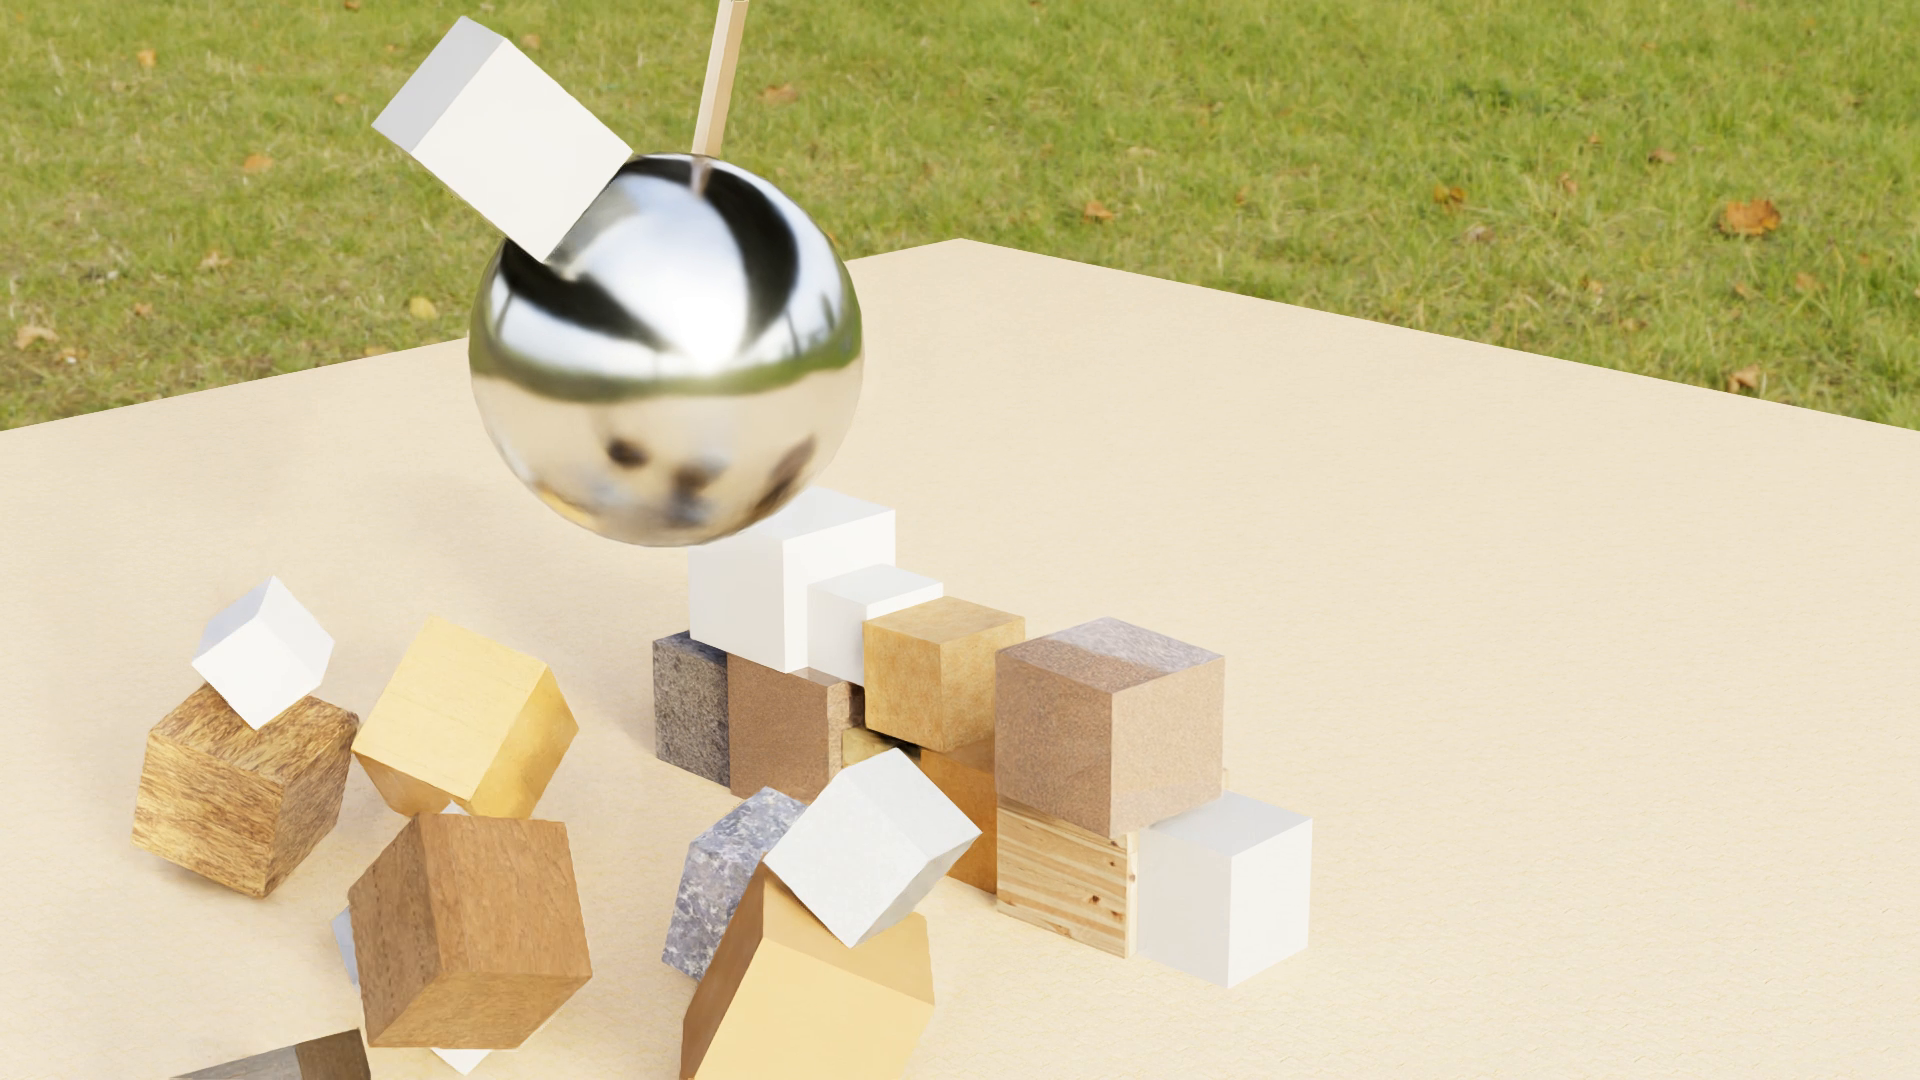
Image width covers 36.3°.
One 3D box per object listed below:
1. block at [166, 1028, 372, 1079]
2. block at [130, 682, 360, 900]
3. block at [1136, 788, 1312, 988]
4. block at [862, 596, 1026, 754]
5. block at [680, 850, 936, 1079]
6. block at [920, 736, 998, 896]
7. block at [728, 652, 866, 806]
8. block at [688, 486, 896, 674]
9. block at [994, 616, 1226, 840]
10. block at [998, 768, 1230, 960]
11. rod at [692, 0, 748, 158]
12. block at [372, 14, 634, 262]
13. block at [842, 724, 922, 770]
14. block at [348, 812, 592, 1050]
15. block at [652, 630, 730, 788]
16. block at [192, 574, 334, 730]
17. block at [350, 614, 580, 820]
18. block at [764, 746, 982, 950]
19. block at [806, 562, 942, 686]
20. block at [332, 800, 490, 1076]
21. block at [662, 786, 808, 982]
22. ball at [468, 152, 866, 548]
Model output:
[{"bbox_3d":[-2.355,2.022,9.972,0.583,0.540,0.570,-16,-6,9],"label":"block"},{"bbox_3d":[-3.258,1.091,13.378,0.673,0.629,0.715,21,27,8],"label":"block"},{"bbox_3d":[1.135,1.489,12.601,0.500,0.604,0.562,16,23,40],"label":"block"},{"bbox_3d":[-0.069,0.616,13.603,0.543,0.520,0.518,-16,22,-42],"label":"block"},{"bbox_3d":[-0.584,1.777,11.041,0.683,0.770,0.778,23,15,-10],"label":"block"},{"bbox_3d":[0.233,1.222,13.491,0.572,0.578,0.606,17,24,42],"label":"block"},{"bbox_3d":[-0.614,0.889,14.268,0.726,0.749,0.718,-17,24,-42],"label":"block"},{"bbox_3d":[-0.816,0.166,14.224,0.714,0.657,0.707,-16,24,-42],"label":"block"},{"bbox_3d":[0.637,0.789,12.544,0.675,0.646,0.705,-15,23,-40],"label":"block"},{"bbox_3d":[0.677,1.334,12.994,0.730,0.663,0.718,15,23,39],"label":"block"},{"bbox_3d":[-0.512,-4.082,11.522,0.080,5.200,0.080,17,8,42],"label":"rod"},{"bbox_3d":[-1.753,-1.537,11.217,0.670,0.554,0.556,40,-3,-32],"label":"block"},{"bbox_3d":[-0.168,1.139,13.876,0.559,0.506,0.531,-17,24,-42],"label":"block"},{"bbox_3d":[-1.764,1.409,10.507,0.580,0.622,0.613,8,53,-35],"label":"block"},{"bbox_3d":[-1.108,0.806,14.732,0.597,0.628,0.619,-17,24,-42],"label":"block"},{"bbox_3d":[-3.088,0.498,13.014,0.380,0.416,0.433,-34,21,11],"label":"block"},{"bbox_3d":[-2.260,0.911,13.469,0.618,0.773,0.721,22,68,14],"label":"block"},{"bbox_3d":[-0.323,1.147,10.980,0.465,0.478,0.545,44,18,12],"label":"block"},{"bbox_3d":[-0.402,0.400,13.895,0.485,0.408,0.421,-16,24,-42],"label":"block"},{"bbox_3d":[-2.008,1.589,11.746,0.696,0.616,0.615,-46,26,-2],"label":"block"},{"bbox_3d":[-0.784,1.515,12.290,0.580,0.595,0.643,24,26,18],"label":"block"},{"bbox_3d":[-1.182,-0.766,11.862,1.600,1.600,1.600,0,17,0],"label":"ball"}]
